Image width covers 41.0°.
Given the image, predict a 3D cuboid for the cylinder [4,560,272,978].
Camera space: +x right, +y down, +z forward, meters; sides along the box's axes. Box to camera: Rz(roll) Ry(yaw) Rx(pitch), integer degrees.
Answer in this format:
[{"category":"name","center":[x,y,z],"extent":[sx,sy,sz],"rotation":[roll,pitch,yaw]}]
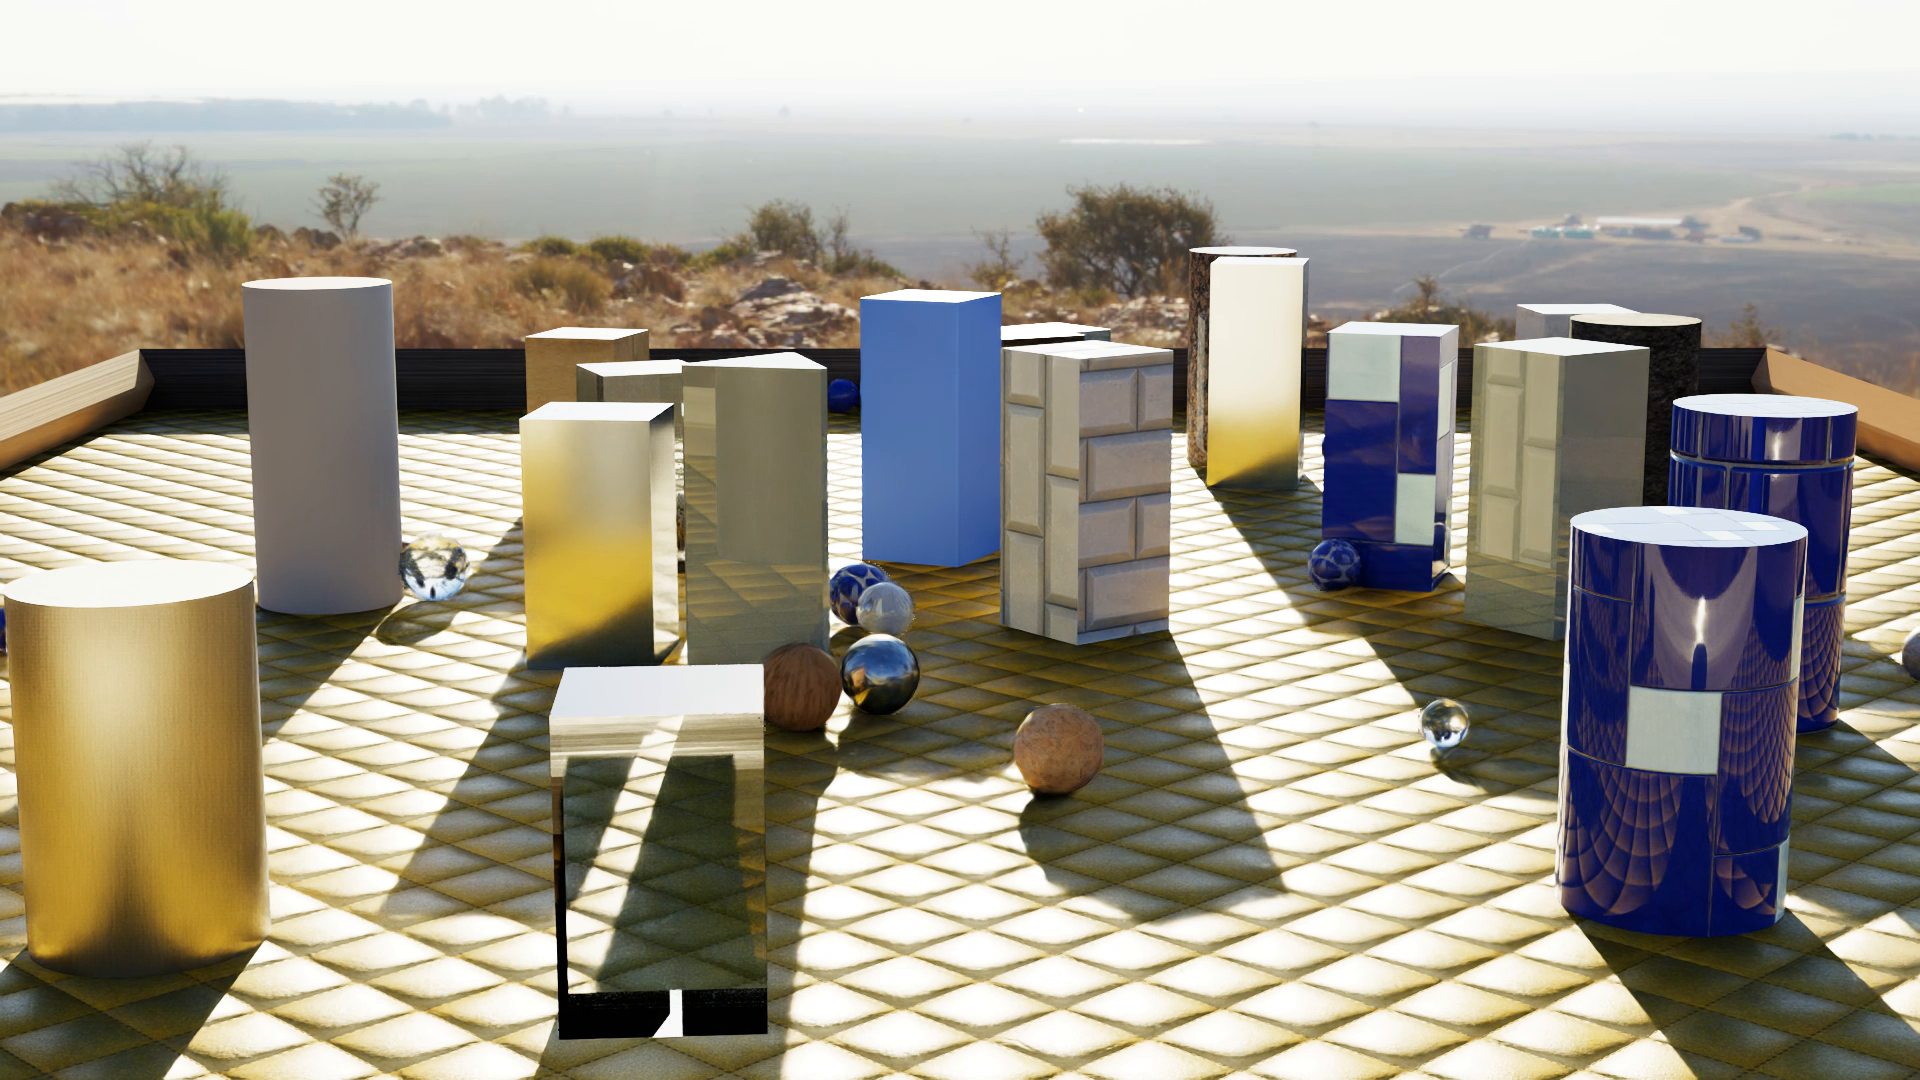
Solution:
[{"category":"cylinder","center":[-0.684,0.186,2.141],"extent":[0.197,0.306,0.197],"rotation":[0,10,0]}]

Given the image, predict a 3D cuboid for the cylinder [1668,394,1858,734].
[{"category":"cylinder","center":[0.895,0.024,2.885],"extent":[0.197,0.353,0.197],"rotation":[0,10,0]}]

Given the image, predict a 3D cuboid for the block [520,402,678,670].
[{"category":"block","center":[-0.443,-0.007,3.173],"extent":[0.157,0.308,0.157],"rotation":[1,11,4]}]

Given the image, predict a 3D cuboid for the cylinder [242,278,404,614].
[{"category":"cylinder","center":[-0.867,-0.132,3.500],"extent":[0.197,0.436,0.197],"rotation":[0,10,0]}]

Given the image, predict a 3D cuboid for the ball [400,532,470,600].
[{"category":"ball","center":[-0.722,0.037,3.527],"extent":[0.094,0.094,0.094],"rotation":[0,10,0]}]

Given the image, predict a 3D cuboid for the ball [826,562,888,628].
[{"category":"ball","center":[-0.132,0.072,3.361],"extent":[0.085,0.085,0.085],"rotation":[0,10,0]}]

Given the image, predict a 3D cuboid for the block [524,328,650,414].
[{"category":"block","center":[-0.625,-0.209,4.334],"extent":[0.157,0.282,0.157],"rotation":[3,11,14]}]

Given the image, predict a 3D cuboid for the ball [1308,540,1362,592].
[{"category":"ball","center":[0.525,0.035,3.592],"extent":[0.073,0.073,0.073],"rotation":[0,10,0]}]

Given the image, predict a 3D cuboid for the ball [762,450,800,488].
[{"category":"ball","center":[-0.311,-0.125,4.474],"extent":[0.067,0.067,0.067],"rotation":[0,10,0]}]

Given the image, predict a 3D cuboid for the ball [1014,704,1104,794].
[{"category":"ball","center":[0.099,0.212,2.591],"extent":[0.091,0.091,0.091],"rotation":[0,10,0]}]

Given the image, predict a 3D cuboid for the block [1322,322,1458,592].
[{"category":"block","center":[0.612,-0.122,3.655],"extent":[0.157,0.359,0.157],"rotation":[4,11,19]}]

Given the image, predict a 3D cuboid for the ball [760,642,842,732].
[{"category":"ball","center":[-0.180,0.162,2.836],"extent":[0.098,0.098,0.098],"rotation":[0,10,0]}]

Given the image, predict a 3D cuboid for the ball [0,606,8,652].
[{"category":"ball","center":[-1.195,0.111,3.226],"extent":[0.057,0.057,0.057],"rotation":[0,10,0]}]

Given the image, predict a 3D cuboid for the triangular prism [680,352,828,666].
[{"category":"triangular prism","center":[-0.218,-0.018,3.008],"extent":[0.170,0.390,0.148],"rotation":[2,11,13]}]

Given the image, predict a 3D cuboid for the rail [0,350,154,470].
[{"category":"rail","center":[-1.717,0.035,3.439],"extent":[0.045,0.128,4.160],"rotation":[0,10,0]}]

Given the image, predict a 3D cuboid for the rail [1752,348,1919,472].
[{"category":"rail","center":[1.717,0.031,3.459],"extent":[0.045,0.128,4.160],"rotation":[0,10,0]}]

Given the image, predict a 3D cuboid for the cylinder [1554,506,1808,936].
[{"category":"cylinder","center":[0.626,0.153,2.236],"extent":[0.197,0.336,0.197],"rotation":[0,10,0]}]

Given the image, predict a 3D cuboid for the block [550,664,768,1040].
[{"category":"block","center":[-0.231,0.239,2.001],"extent":[0.157,0.252,0.157],"rotation":[-1,11,-4]}]

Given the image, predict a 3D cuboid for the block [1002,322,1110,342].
[{"category":"block","center":[0.166,-0.265,4.726],"extent":[0.157,0.250,0.157],"rotation":[-8,13,-36]}]

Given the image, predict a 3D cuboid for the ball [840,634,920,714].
[{"category":"ball","center":[-0.091,0.152,2.911],"extent":[0.091,0.091,0.091],"rotation":[0,10,0]}]

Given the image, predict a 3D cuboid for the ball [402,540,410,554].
[{"category":"ball","center":[-0.803,0.026,3.704],"extent":[0.051,0.051,0.051],"rotation":[0,10,0]}]

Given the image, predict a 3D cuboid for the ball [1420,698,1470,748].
[{"category":"ball","center":[0.523,0.198,2.771],"extent":[0.053,0.053,0.053],"rotation":[0,10,0]}]

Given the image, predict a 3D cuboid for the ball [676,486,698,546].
[{"category":"ball","center":[-0.449,-0.036,3.913],"extent":[0.097,0.097,0.097],"rotation":[0,10,0]}]

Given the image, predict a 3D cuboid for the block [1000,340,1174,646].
[{"category":"block","center":[0.163,-0.066,3.336],"extent":[0.157,0.365,0.157],"rotation":[-8,13,-37]}]

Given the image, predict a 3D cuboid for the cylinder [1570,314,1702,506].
[{"category":"cylinder","center":[1.042,-0.174,3.988],"extent":[0.197,0.339,0.197],"rotation":[0,10,0]}]

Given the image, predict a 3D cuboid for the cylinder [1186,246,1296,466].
[{"category":"cylinder","center":[0.521,-0.341,4.756],"extent":[0.197,0.389,0.197],"rotation":[0,10,0]}]

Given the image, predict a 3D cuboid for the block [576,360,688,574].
[{"category":"block","center":[-0.461,-0.106,3.753],"extent":[0.157,0.293,0.157],"rotation":[-4,11,-22]}]

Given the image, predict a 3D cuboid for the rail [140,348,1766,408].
[{"category":"rail","center":[-0.012,-0.342,5.471],"extent":[3.482,0.128,0.045],"rotation":[0,10,0]}]

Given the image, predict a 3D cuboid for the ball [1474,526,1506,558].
[{"category":"ball","center":[0.794,0.003,3.839],"extent":[0.047,0.047,0.047],"rotation":[0,10,0]}]

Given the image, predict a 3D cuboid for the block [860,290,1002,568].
[{"category":"block","center":[-0.042,-0.170,3.834],"extent":[0.157,0.389,0.157],"rotation":[5,11,24]}]

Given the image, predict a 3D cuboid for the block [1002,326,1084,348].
[{"category":"block","center":[0.108,-0.227,4.468],"extent":[0.157,0.269,0.157],"rotation":[-5,12,-27]}]

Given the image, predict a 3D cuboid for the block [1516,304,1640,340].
[{"category":"block","center":[1.009,-0.213,4.219],"extent":[0.157,0.334,0.157],"rotation":[-1,11,-4]}]

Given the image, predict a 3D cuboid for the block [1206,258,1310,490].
[{"category":"block","center":[0.524,-0.294,4.504],"extent":[0.157,0.389,0.157],"rotation":[2,11,11]}]

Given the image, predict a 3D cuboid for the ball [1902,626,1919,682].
[{"category":"ball","center":[1.158,0.136,3.047],"extent":[0.074,0.074,0.074],"rotation":[0,10,0]}]

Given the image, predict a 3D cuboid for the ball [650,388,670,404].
[{"category":"ball","center":[-0.642,-0.297,5.445],"extent":[0.052,0.052,0.052],"rotation":[0,10,0]}]

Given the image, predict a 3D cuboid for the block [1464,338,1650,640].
[{"category":"block","center":[0.780,-0.071,3.359],"extent":[0.157,0.367,0.157],"rotation":[-7,13,-34]}]

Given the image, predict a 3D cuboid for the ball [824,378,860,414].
[{"category":"ball","center":[-0.249,-0.304,5.425],"extent":[0.073,0.073,0.073],"rotation":[0,10,0]}]

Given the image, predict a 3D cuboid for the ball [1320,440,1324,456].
[{"category":"ball","center":[0.696,-0.171,4.765],"extent":[0.052,0.052,0.052],"rotation":[0,10,0]}]

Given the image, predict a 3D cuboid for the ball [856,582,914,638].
[{"category":"ball","center":[-0.096,0.091,3.291],"extent":[0.074,0.074,0.074],"rotation":[0,10,0]}]
